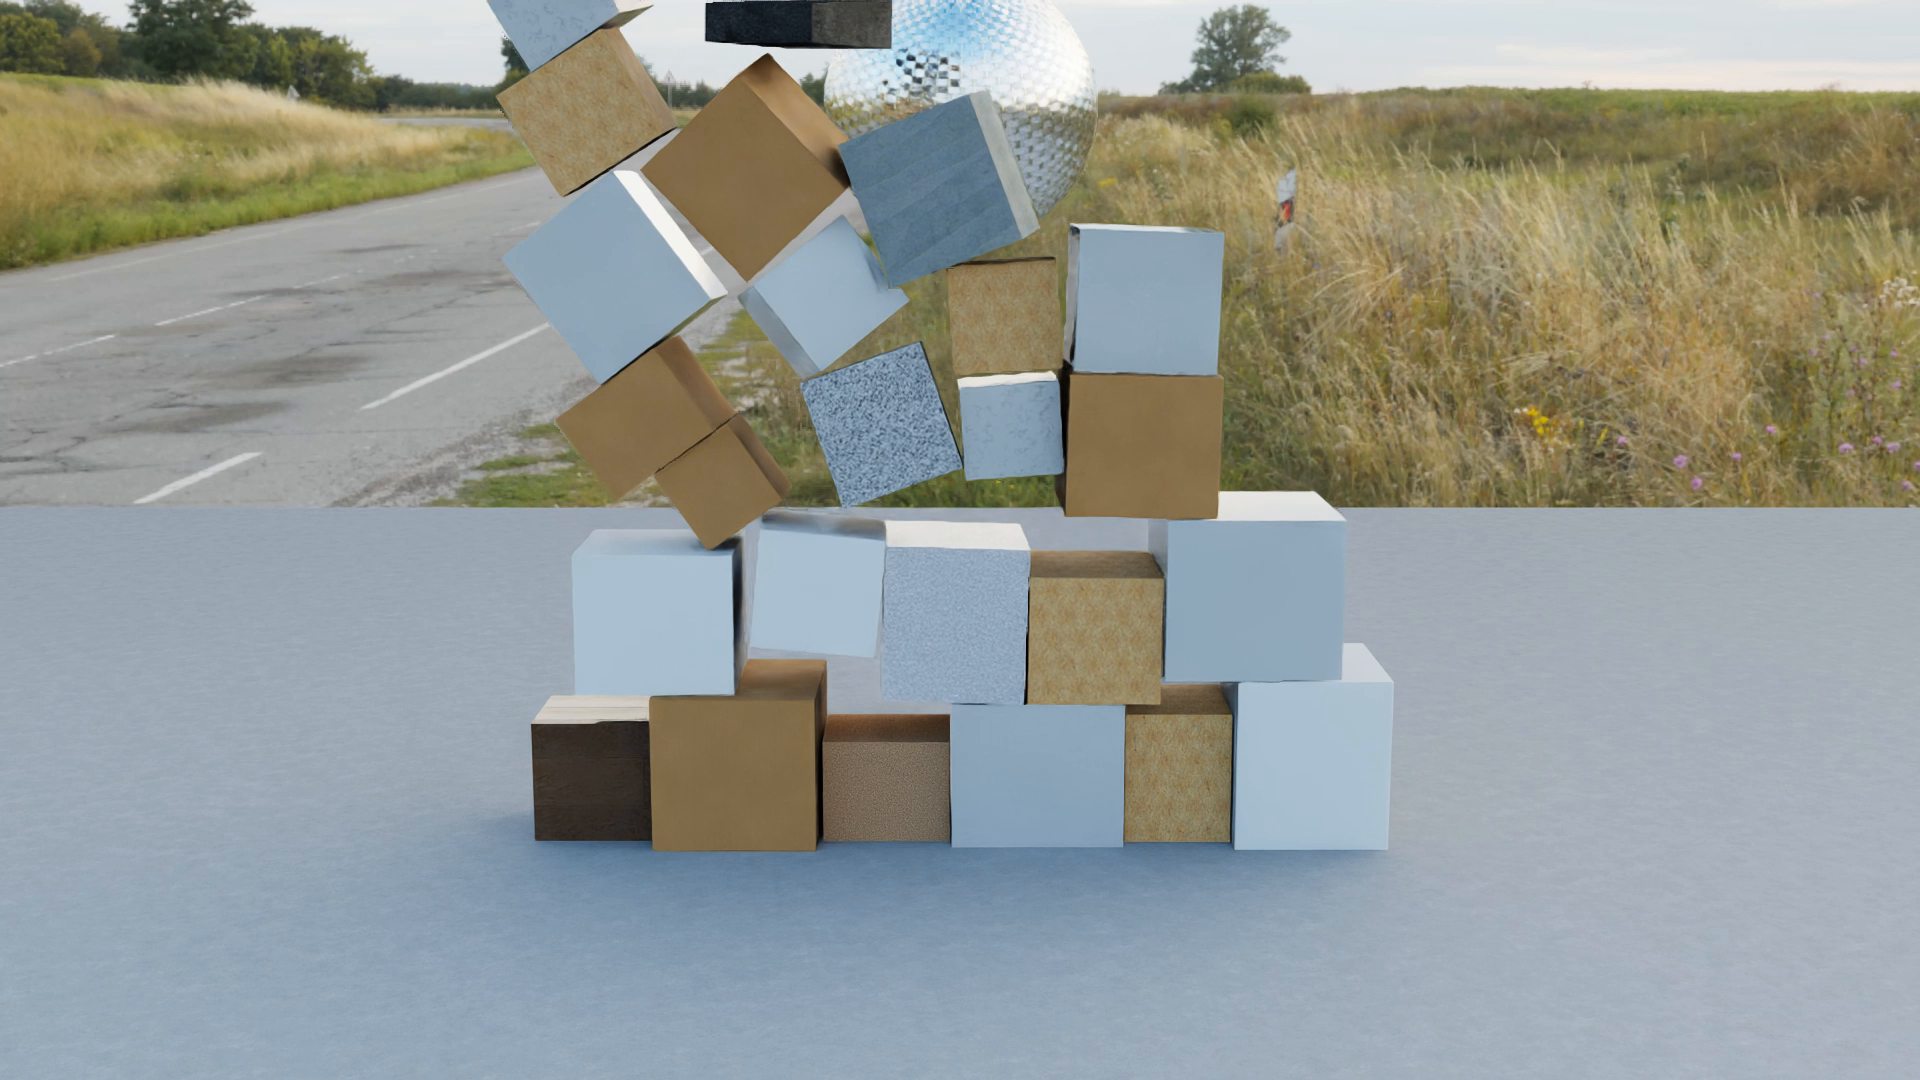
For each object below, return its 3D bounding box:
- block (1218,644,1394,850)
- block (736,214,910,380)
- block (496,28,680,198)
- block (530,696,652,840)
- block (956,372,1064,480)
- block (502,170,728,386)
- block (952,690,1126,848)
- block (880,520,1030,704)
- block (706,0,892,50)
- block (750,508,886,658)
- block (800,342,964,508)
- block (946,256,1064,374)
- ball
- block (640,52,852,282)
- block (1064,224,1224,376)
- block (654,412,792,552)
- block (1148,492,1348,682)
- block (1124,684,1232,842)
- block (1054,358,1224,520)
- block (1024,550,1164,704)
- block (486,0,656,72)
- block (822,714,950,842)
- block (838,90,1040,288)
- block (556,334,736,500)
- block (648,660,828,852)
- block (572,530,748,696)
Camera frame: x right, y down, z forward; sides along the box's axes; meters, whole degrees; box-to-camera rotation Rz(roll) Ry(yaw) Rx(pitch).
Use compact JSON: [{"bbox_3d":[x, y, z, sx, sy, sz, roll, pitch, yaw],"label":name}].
[{"bbox_3d":[1.763,1.051,11.369,0.767,0.864,0.855,0,10,0],"label":"block"},{"bbox_3d":[-0.700,-1.216,11.087,0.570,0.537,0.630,-40,9,-10],"label":"block"},{"bbox_3d":[-1.828,-2.119,10.871,0.607,0.569,0.545,-31,12,7],"label":"block"},{"bbox_3d":[-1.851,1.175,11.390,0.614,0.614,0.567,0,10,0],"label":"block"},{"bbox_3d":[0.250,-0.578,11.045,0.489,0.459,0.506,-4,10,-1],"label":"block"},{"bbox_3d":[-1.708,-1.319,10.996,0.693,0.774,0.664,-37,6,6],"label":"block"},{"bbox_3d":[0.390,1.114,11.371,0.862,0.740,0.758,0,10,0],"label":"block"},{"bbox_3d":[-0.039,0.357,11.209,0.710,0.782,0.751,2,10,-3],"label":"block"},{"bbox_3d":[-0.786,-2.756,10.843,0.638,0.620,0.695,8,12,31],"label":"block"},{"bbox_3d":[-0.712,0.209,11.107,0.619,0.589,0.660,5,10,-4],"label":"block"},{"bbox_3d":[-0.385,-0.587,11.042,0.622,0.649,0.602,-19,5,2],"label":"block"},{"bbox_3d":[0.221,-1.130,11.027,0.541,0.532,0.472,-4,9,1],"label":"block"},{"bbox_3d":[0.000,-2.515,12.831,1.600,1.600,1.600,0,10,0],"label":"ball"},{"bbox_3d":[-1.012,-1.872,10.999,0.692,0.749,0.702,-40,11,19],"label":"block"},{"bbox_3d":[0.904,-1.206,10.961,0.697,0.688,0.647,2,10,-2],"label":"block"},{"bbox_3d":[-1.186,-0.298,11.080,0.456,0.468,0.466,-34,7,8],"label":"block"},{"bbox_3d":[1.443,0.223,11.241,0.876,0.808,0.897,0,10,-1],"label":"block"},{"bbox_3d":[1.099,1.147,11.396,0.537,0.666,0.628,0,10,0],"label":"block"},{"bbox_3d":[0.886,-0.523,11.089,0.746,0.695,0.835,1,10,-2],"label":"block"},{"bbox_3d":[0.663,0.435,11.244,0.659,0.638,0.758,1,10,-1],"label":"block"},{"bbox_3d":[-1.956,-2.718,10.843,0.547,0.554,0.573,-29,10,16],"label":"block"},{"bbox_3d":[-0.372,1.224,11.385,0.641,0.519,0.552,0,10,0],"label":"block"},{"bbox_3d":[-0.094,-1.743,10.871,0.689,0.732,0.624,-19,9,14],"label":"block"},{"bbox_3d":[-1.577,-0.624,11.109,0.620,0.499,0.600,-34,7,10],"label":"block"},{"bbox_3d":[-1.123,1.097,11.355,0.818,0.779,0.878,0,10,1],"label":"block"},{"bbox_3d":[-1.521,0.359,11.251,0.788,0.708,0.755,0,10,-1],"label":"block"}]
